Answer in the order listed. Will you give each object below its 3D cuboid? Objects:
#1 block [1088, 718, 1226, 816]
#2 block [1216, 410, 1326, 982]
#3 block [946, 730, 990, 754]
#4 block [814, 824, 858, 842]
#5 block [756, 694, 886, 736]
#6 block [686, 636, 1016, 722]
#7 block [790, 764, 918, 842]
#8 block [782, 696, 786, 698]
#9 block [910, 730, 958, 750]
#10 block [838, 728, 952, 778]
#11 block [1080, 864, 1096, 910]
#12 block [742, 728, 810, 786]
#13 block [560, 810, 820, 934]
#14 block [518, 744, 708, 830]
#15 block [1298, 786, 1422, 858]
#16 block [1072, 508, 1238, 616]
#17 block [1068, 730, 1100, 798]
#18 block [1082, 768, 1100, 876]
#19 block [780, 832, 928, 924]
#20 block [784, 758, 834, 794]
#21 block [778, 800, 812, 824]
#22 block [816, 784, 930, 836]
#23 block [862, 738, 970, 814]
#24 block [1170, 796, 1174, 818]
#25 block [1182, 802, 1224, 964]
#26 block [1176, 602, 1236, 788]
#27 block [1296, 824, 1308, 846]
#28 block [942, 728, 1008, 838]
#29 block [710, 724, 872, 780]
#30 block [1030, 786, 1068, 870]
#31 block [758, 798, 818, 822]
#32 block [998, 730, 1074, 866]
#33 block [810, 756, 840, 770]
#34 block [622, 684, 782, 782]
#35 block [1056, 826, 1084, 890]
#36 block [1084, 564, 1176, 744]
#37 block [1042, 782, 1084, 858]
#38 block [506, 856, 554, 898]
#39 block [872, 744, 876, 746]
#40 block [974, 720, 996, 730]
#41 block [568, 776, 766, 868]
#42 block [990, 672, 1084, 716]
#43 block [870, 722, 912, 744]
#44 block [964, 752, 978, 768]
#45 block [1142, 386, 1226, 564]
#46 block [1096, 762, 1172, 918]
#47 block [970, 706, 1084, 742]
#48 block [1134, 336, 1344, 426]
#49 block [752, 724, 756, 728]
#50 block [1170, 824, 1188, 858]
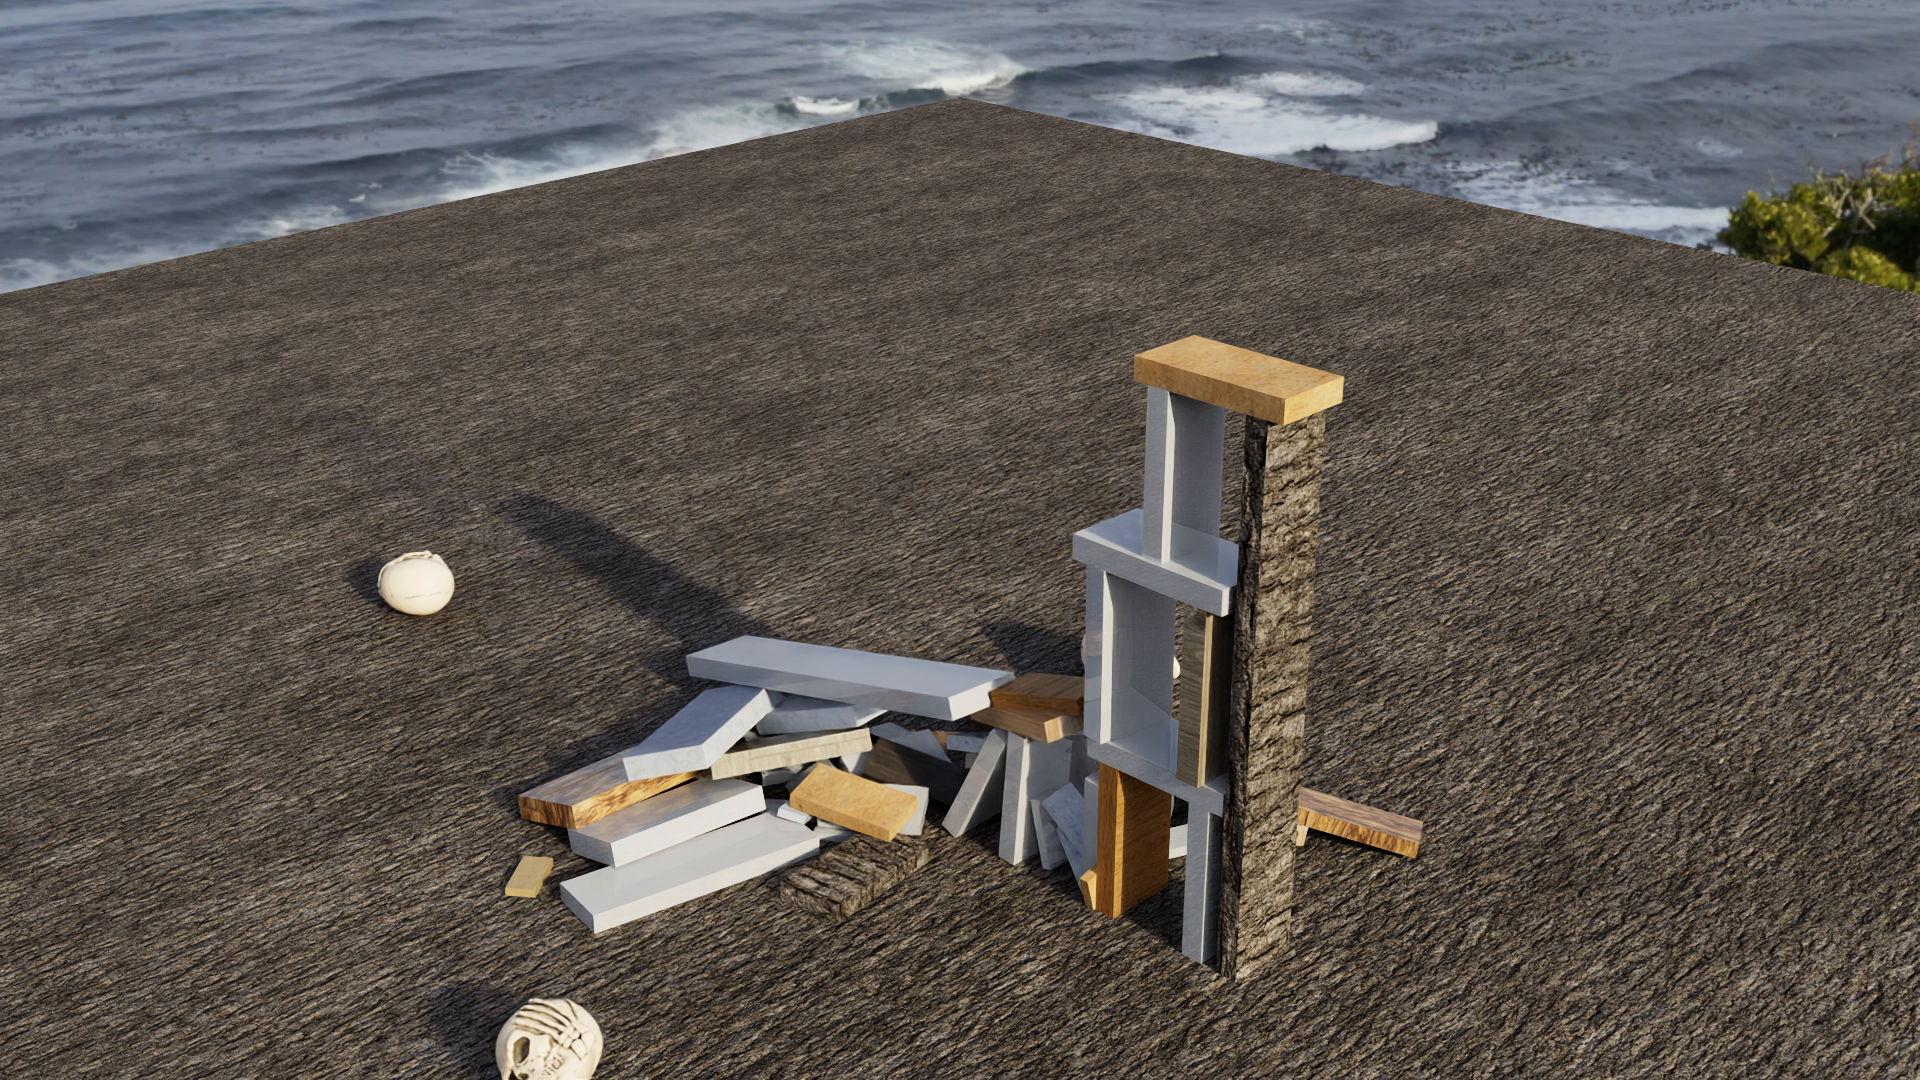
[{"bbox_3d":[0.400,0.396,3.964,0.158,0.045,0.315,-21,31,-41],"label":"block"},{"bbox_3d":[0.529,0.271,3.767,0.044,1.059,0.156,21,31,41],"label":"block"},{"bbox_3d":[0.063,0.423,4.586,0.108,0.030,0.215,5,-1,22],"label":"block"},{"bbox_3d":[-0.236,0.581,4.374,0.104,0.015,0.052,4,23,9],"label":"block"},{"bbox_3d":[-0.271,0.349,4.624,0.327,0.046,0.163,-10,13,47],"label":"block"},{"bbox_3d":[-0.250,0.279,4.567,0.163,0.046,0.960,-19,14,-36],"label":"block"},{"bbox_3d":[-0.210,0.519,4.352,0.226,0.032,0.113,16,37,24],"label":"block"},{"bbox_3d":[-0.387,0.371,4.866,0.113,0.016,0.056,19,30,38],"label":"block"},{"bbox_3d":[-0.057,0.430,4.729,0.104,0.015,0.052,2,23,4],"label":"block"},{"bbox_3d":[-0.132,0.464,4.529,0.208,0.029,0.104,-15,50,-26],"label":"block"},{"bbox_3d":[0.285,0.626,4.148,0.020,0.072,0.143,21,46,41],"label":"block"},{"bbox_3d":[-0.391,0.453,4.656,0.103,0.029,0.207,-7,24,-16],"label":"block"},{"bbox_3d":[-0.514,0.630,4.225,0.488,0.039,0.139,-16,27,-32],"label":"block"},{"bbox_3d":[-0.703,0.494,4.466,0.174,0.049,0.347,3,17,42],"label":"block"},{"bbox_3d":[0.673,0.525,4.361,0.483,0.032,0.113,15,18,11],"label":"block"},{"bbox_3d":[0.379,0.035,3.823,0.170,0.048,0.340,-21,31,-40],"label":"block"},{"bbox_3d":[0.237,0.464,4.362,0.118,0.236,0.033,6,36,12],"label":"block"},{"bbox_3d":[0.284,0.520,4.133,0.033,0.236,0.118,27,42,36],"label":"block"},{"bbox_3d":[-0.200,0.636,4.212,0.139,0.039,0.277,17,28,34],"label":"block"},{"bbox_3d":[-0.306,0.490,4.523,0.104,0.015,0.052,-36,31,-7],"label":"block"},{"bbox_3d":[-0.317,0.536,4.397,0.058,0.017,0.117,16,14,13],"label":"block"},{"bbox_3d":[-0.172,0.533,4.392,0.208,0.029,0.104,4,40,9],"label":"block"},{"bbox_3d":[-0.086,0.482,4.478,0.208,0.029,0.104,20,45,6],"label":"block"},{"bbox_3d":[0.356,0.546,4.366,0.118,0.033,0.236,1,12,11],"label":"block"},{"bbox_3d":[0.474,0.591,3.966,0.045,0.315,0.157,21,31,41],"label":"block"},{"bbox_3d":[0.456,0.245,3.827,0.170,0.340,0.048,-21,31,-41],"label":"block"},{"bbox_3d":[0.559,0.519,4.431,0.157,0.044,0.314,5,19,-20],"label":"block"},{"bbox_3d":[0.073,0.456,4.333,0.041,0.287,0.144,43,42,22],"label":"block"},{"bbox_3d":[-0.353,0.431,4.522,0.327,0.046,0.163,-10,2,-9],"label":"block"},{"bbox_3d":[0.180,0.557,4.261,0.072,0.145,0.021,-22,17,-41],"label":"block"},{"bbox_3d":[-0.344,0.548,4.449,0.117,0.017,0.058,2,23,4],"label":"block"},{"bbox_3d":[0.149,0.477,4.267,0.041,0.287,0.144,26,34,38],"label":"block"},{"bbox_3d":[-0.259,0.462,4.603,0.103,0.029,0.207,-12,29,-11],"label":"block"},{"bbox_3d":[-0.526,0.388,4.555,0.174,0.049,0.455,-11,11,17],"label":"block"},{"bbox_3d":[0.244,0.605,4.218,0.072,0.021,0.145,-5,51,-23],"label":"block"},{"bbox_3d":[0.307,0.185,3.968,0.170,0.340,0.048,-16,27,-33],"label":"block"},{"bbox_3d":[0.229,0.542,4.221,0.072,0.021,0.145,-30,75,-37],"label":"block"},{"bbox_3d":[-0.826,0.645,4.218,0.059,0.017,0.117,3,23,6],"label":"block"},{"bbox_3d":[-0.205,0.454,4.666,0.134,0.019,0.067,18,29,36],"label":"block"},{"bbox_3d":[0.151,0.399,4.782,0.215,0.030,0.108,15,27,31],"label":"block"},{"bbox_3d":[-0.578,0.551,4.344,0.347,0.049,0.174,-18,14,-36],"label":"block"},{"bbox_3d":[0.178,0.290,4.145,0.113,0.032,0.226,-22,16,-41],"label":"block"},{"bbox_3d":[-0.146,0.422,4.710,0.067,0.019,0.134,-13,16,-27],"label":"block"},{"bbox_3d":[0.084,0.454,4.541,0.108,0.030,0.215,5,-1,11],"label":"block"},{"bbox_3d":[0.383,-0.130,3.753,0.044,0.311,0.156,21,31,40],"label":"block"},{"bbox_3d":[0.325,0.533,4.102,0.045,0.315,0.158,21,31,41],"label":"block"},{"bbox_3d":[0.149,0.323,4.196,0.144,0.041,0.287,-18,13,-27],"label":"block"},{"bbox_3d":[0.456,-0.266,3.617,0.311,0.044,0.156,21,31,40],"label":"block"},{"bbox_3d":[-0.446,0.392,4.786,0.112,0.016,0.056,2,49,5],"label":"block"},{"bbox_3d":[0.437,0.589,4.314,0.305,0.020,0.072,-8,25,-29],"label":"block"}]
